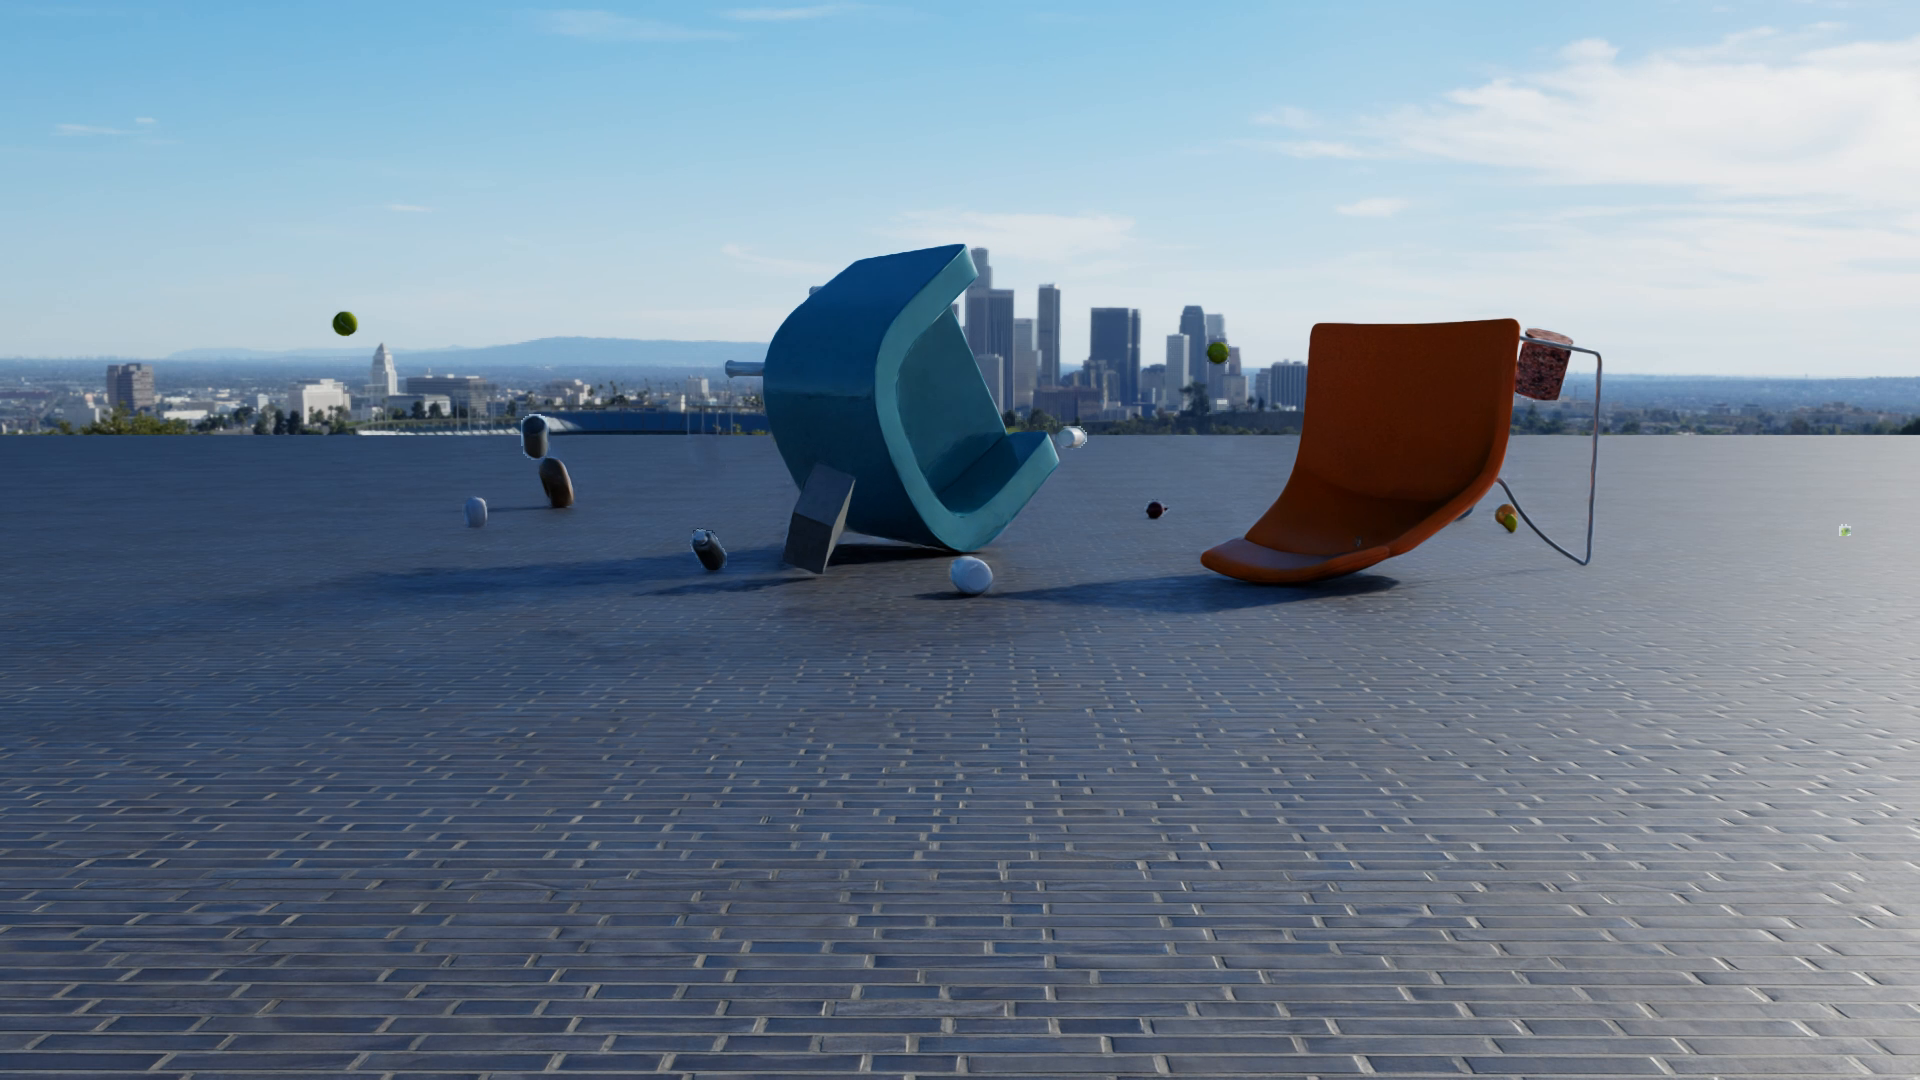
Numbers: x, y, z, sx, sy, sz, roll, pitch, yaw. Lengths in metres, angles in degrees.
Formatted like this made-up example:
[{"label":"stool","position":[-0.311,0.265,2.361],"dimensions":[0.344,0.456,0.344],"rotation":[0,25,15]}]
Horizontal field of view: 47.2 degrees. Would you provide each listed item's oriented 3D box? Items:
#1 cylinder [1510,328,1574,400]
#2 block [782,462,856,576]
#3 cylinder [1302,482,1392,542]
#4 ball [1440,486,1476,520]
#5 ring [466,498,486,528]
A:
[{"label":"cylinder","position":[1.589,-0.479,6.004],"dimensions":[0.131,0.164,0.120],"rotation":[18,24,19]},{"label":"block","position":[-0.334,-0.049,5.201],"dimensions":[0.100,0.155,0.211],"rotation":[21,-35,2]},{"label":"cylinder","position":[1.139,-0.081,6.470],"dimensions":[0.198,0.172,0.173],"rotation":[-2,-36,-25]},{"label":"ball","position":[1.718,-0.130,7.588],"dimensions":[0.116,0.116,0.116],"rotation":[0,4,0]},{"label":"ring","position":[-1.573,-0.089,7.146],"dimensions":[0.057,0.101,0.083],"rotation":[-3,28,-23]}]
